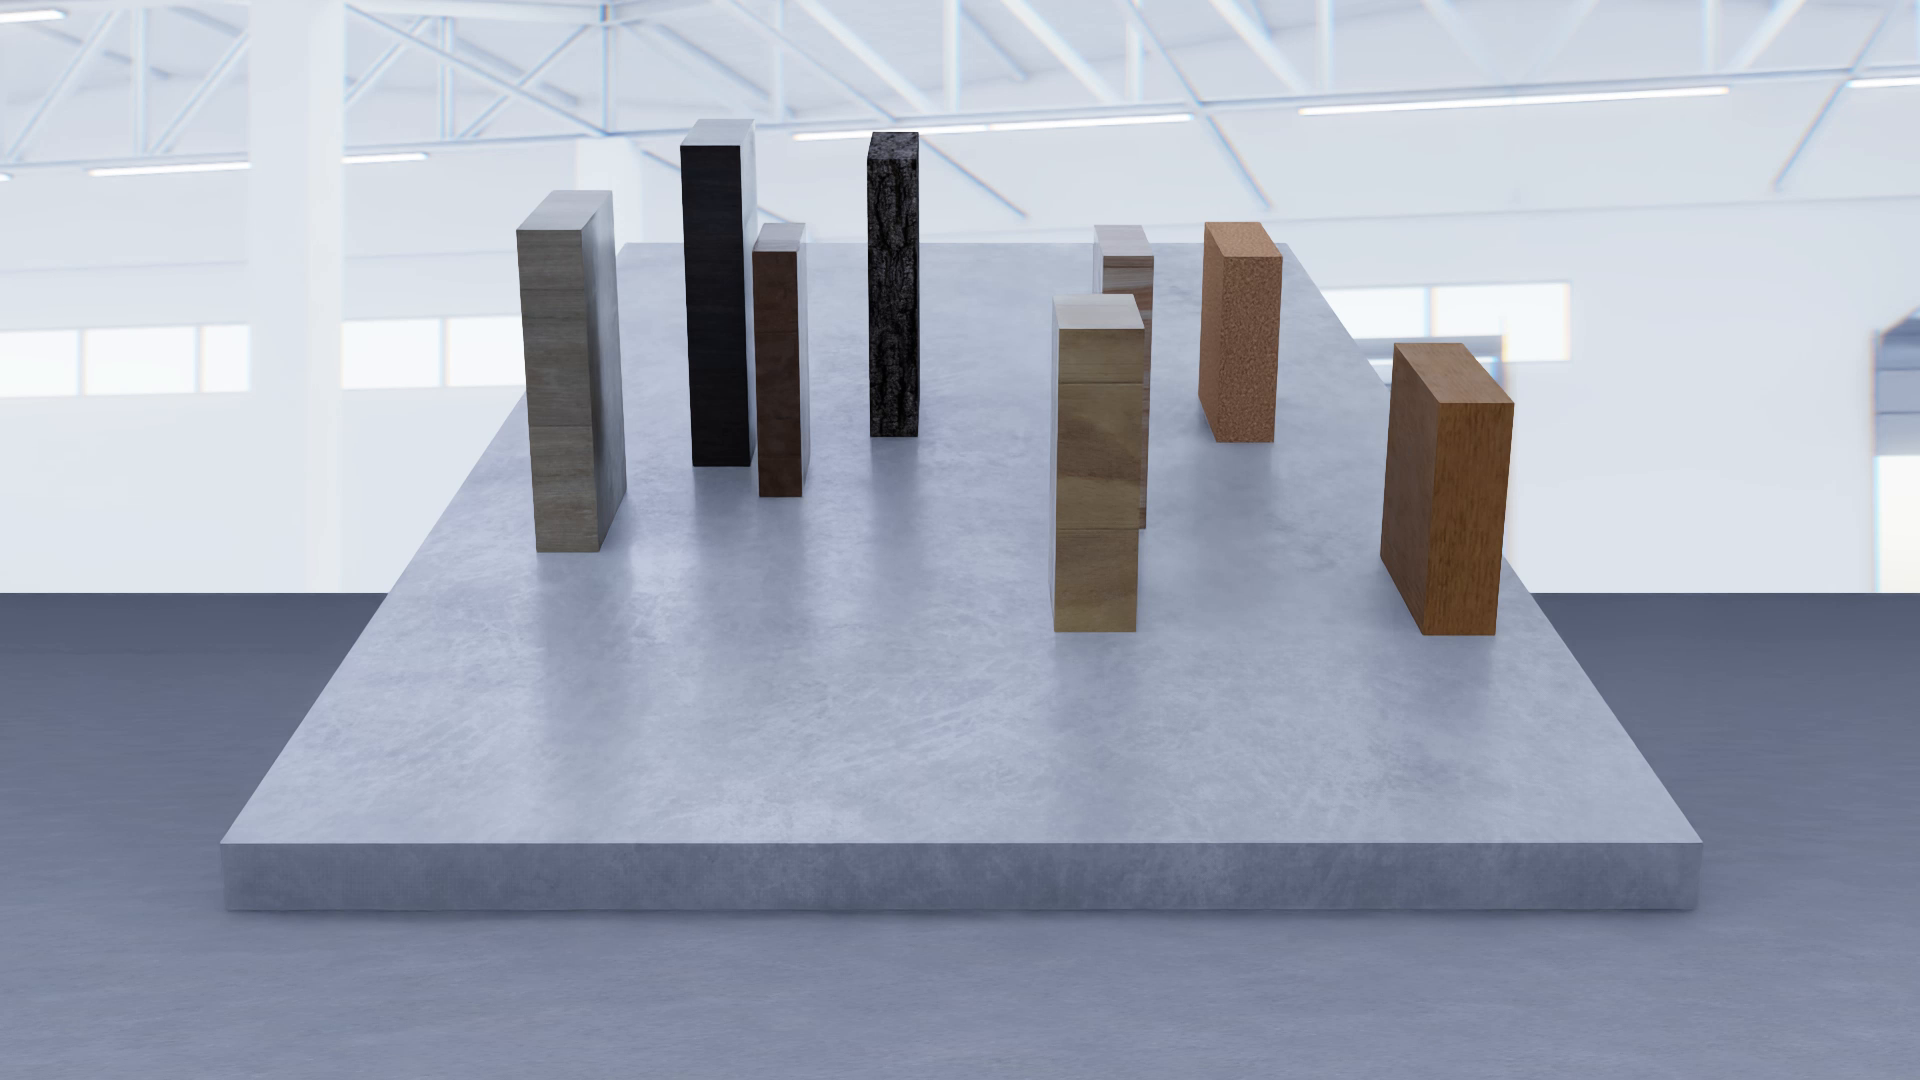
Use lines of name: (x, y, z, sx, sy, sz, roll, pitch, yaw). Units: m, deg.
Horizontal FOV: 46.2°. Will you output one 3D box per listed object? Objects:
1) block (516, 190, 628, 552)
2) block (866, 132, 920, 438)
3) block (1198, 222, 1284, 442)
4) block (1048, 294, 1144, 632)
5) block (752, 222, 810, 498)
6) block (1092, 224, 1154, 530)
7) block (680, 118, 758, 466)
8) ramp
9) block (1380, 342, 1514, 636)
block: (-0.723, -0.324, 4.231, 0.115, 0.600, 0.384, 0, 19, 0)
block: (-0.143, -0.566, 4.935, 0.103, 0.599, 0.371, 0, 19, 0)
block: (0.610, -0.461, 4.936, 0.123, 0.403, 0.377, 0, 19, 0)
block: (0.226, -0.132, 3.804, 0.137, 0.521, 0.247, 0, 19, 0)
block: (-0.355, -0.364, 4.515, 0.085, 0.493, 0.284, 0, 19, 0)
block: (0.307, -0.317, 4.329, 0.093, 0.527, 0.292, 0, 19, 0)
block: (-0.493, -0.521, 4.709, 0.119, 0.662, 0.349, 0, 19, 0)
ramp: (-0.004, -0.198, 4.943, 2.000, 0.100, 4.000, 0, 19, 0)
block: (0.832, -0.096, 3.882, 0.121, 0.402, 0.396, 0, 19, 0)
